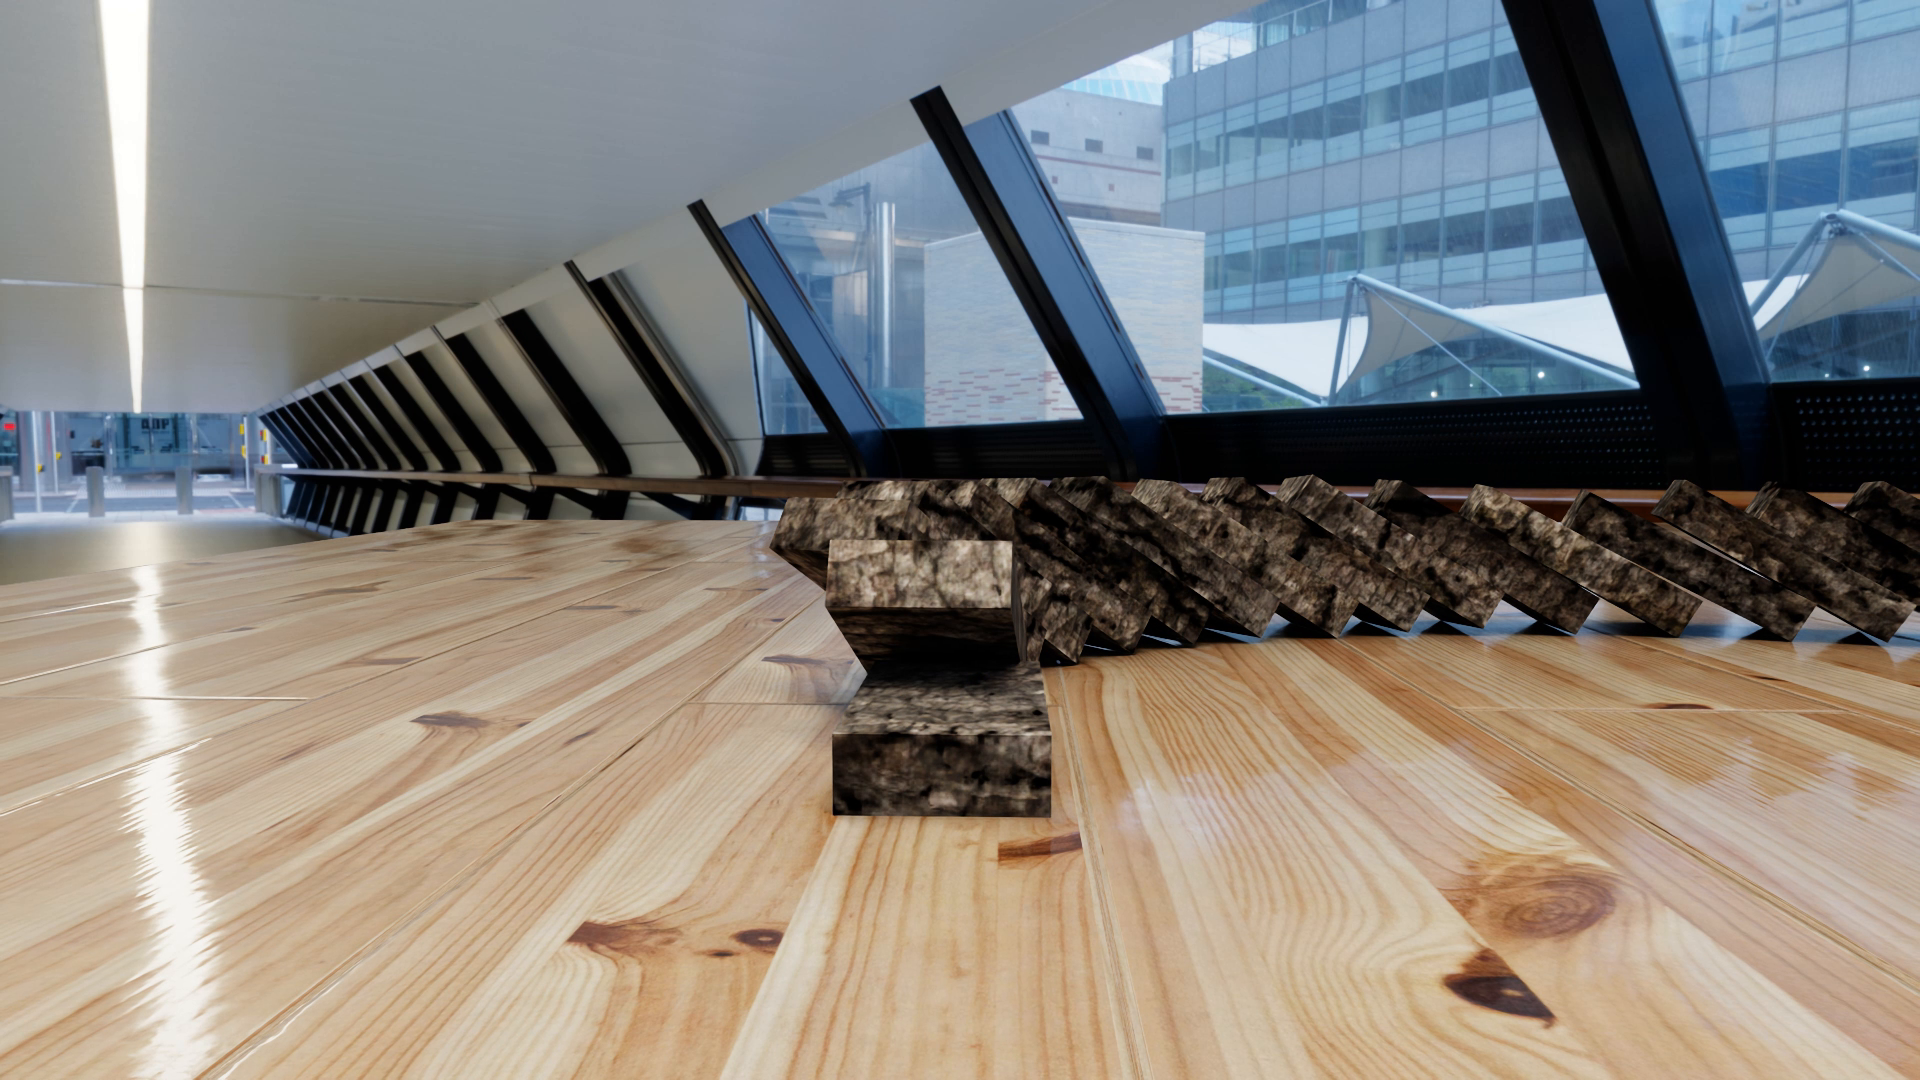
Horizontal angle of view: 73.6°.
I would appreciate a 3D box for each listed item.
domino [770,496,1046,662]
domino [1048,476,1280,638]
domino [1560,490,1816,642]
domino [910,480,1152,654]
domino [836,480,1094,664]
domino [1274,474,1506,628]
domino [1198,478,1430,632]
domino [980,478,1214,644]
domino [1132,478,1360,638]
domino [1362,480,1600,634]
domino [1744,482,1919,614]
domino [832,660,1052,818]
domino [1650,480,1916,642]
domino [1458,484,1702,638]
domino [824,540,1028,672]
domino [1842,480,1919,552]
[{"bbox_3d":[-0.008,0.009,0.223,0.025,0.010,0.050,3,-26,33],"label":"domino"},{"bbox_3d":[0.043,0.004,0.279,0.050,0.010,0.025,33,-9,-18],"label":"domino"},{"bbox_3d":[0.165,0.005,0.294,0.050,0.009,0.025,31,14,17],"label":"domino"},{"bbox_3d":[0.013,0.005,0.258,0.050,0.010,0.025,36,-16,-29],"label":"domino"},{"bbox_3d":[0.000,0.006,0.243,0.025,0.009,0.050,4,-28,48],"label":"domino"},{"bbox_3d":[0.097,0.002,0.297,0.050,0.009,0.025,31,1,0],"label":"domino"},{"bbox_3d":[0.079,0.003,0.293,0.050,0.010,0.025,32,-1,-6],"label":"domino"},{"bbox_3d":[0.027,0.004,0.271,0.050,0.009,0.025,34,-11,-21],"label":"domino"},{"bbox_3d":[0.062,0.004,0.289,0.050,0.009,0.025,32,-1,-10],"label":"domino"},{"bbox_3d":[0.119,0.003,0.297,0.050,0.010,0.025,31,6,4],"label":"domino"},{"bbox_3d":[0.200,0.004,0.280,0.050,0.009,0.025,34,15,18],"label":"domino"},{"bbox_3d":[-0.001,0.025,0.171,0.025,0.009,0.050,0,4,2],"label":"domino"},{"bbox_3d":[0.182,0.004,0.288,0.050,0.010,0.025,34,15,19],"label":"domino"},{"bbox_3d":[0.142,0.004,0.297,0.050,0.009,0.025,31,11,10],"label":"domino"},{"bbox_3d":[-0.003,0.013,0.196,0.025,0.009,0.050,0,-20,6],"label":"domino"},{"bbox_3d":[0.218,0.005,0.274,0.050,0.009,0.025,36,17,22],"label":"domino"}]
